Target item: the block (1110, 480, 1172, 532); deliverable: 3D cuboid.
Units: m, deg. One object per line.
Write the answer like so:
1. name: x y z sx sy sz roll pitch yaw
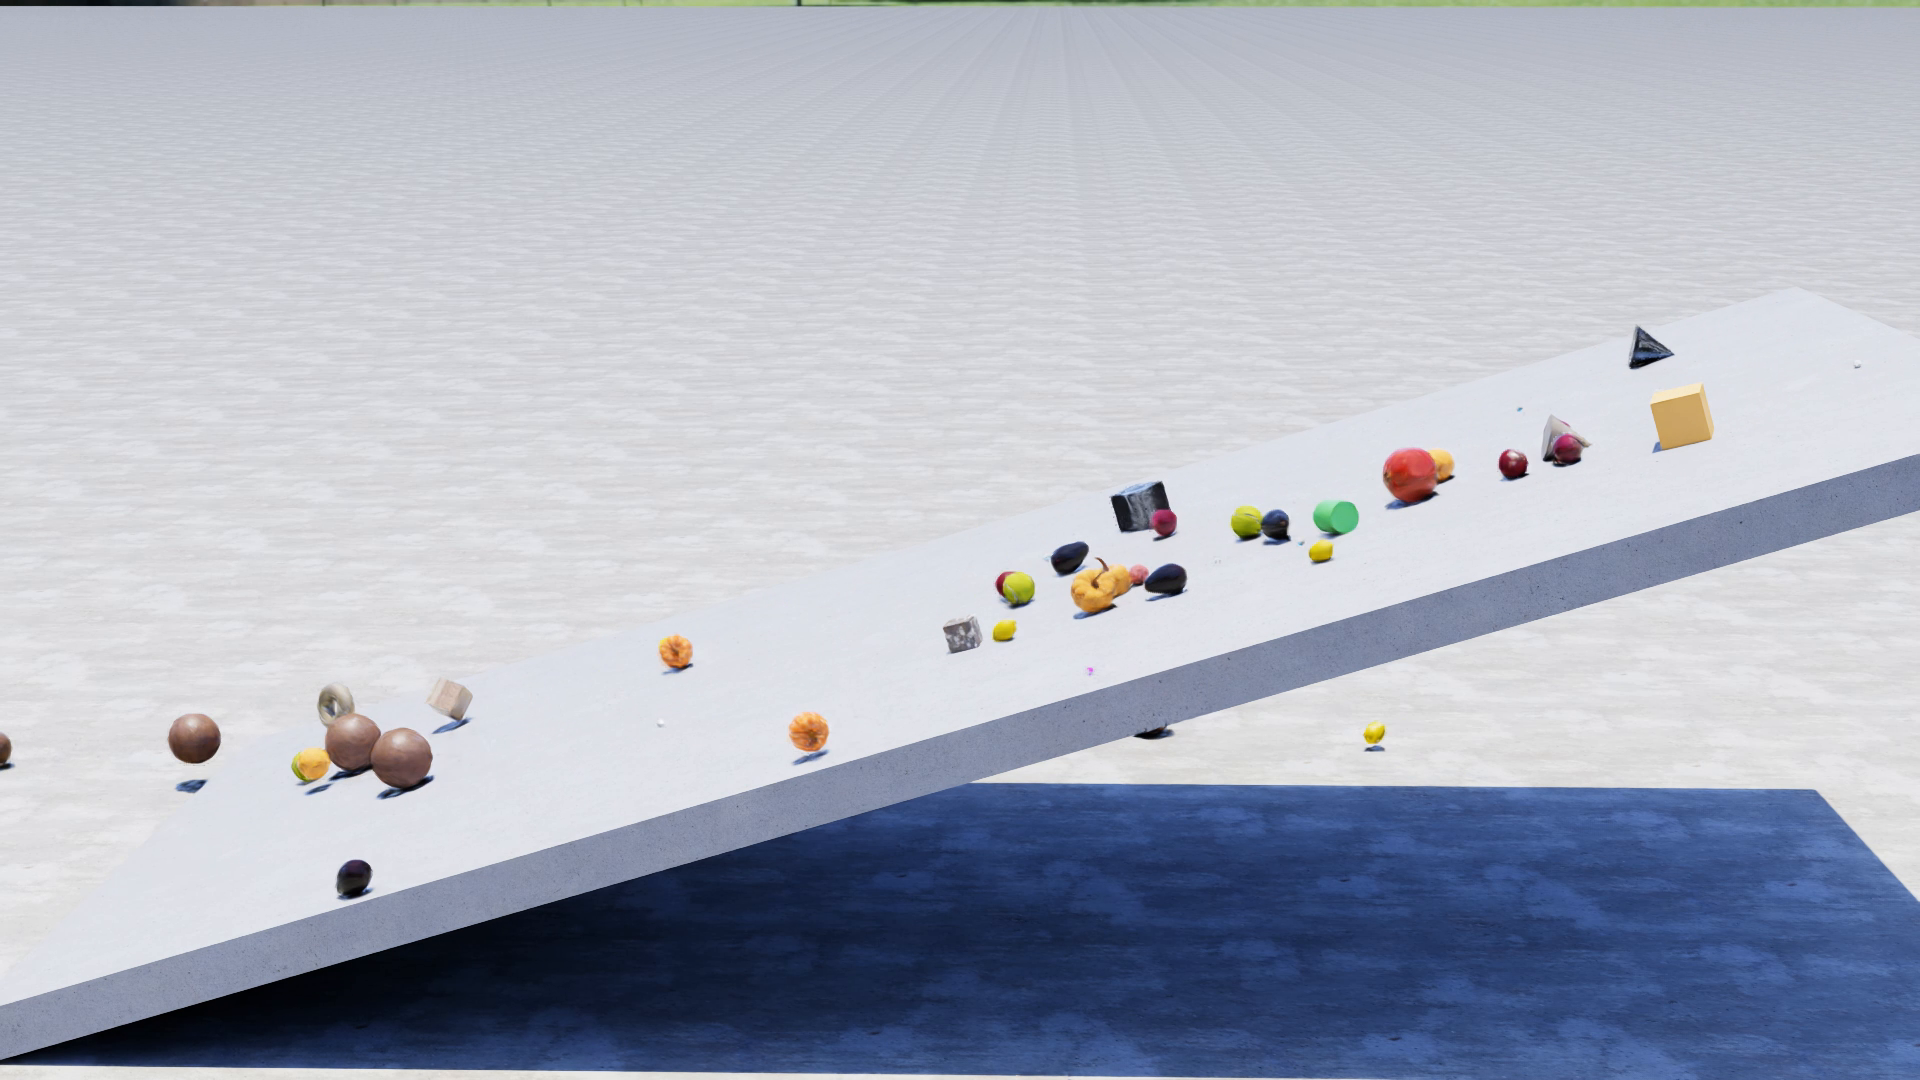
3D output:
1. block: 0.411 -0.075 6.657 0.087 0.087 0.087 -26 13 -41

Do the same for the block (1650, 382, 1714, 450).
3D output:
1. block: 1.432 -0.246 5.833 0.097 0.097 0.097 -13 11 21

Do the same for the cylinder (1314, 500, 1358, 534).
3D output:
1. cylinder: 0.764 -0.048 5.974 0.066 0.066 0.066 -5 4 -26

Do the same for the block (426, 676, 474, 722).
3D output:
1. block: -1.183 0.370 6.820 0.067 0.067 0.067 17 -20 21

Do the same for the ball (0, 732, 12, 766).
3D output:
1. ball: -2.489 0.536 7.564 0.097 0.097 0.097 0 11 0

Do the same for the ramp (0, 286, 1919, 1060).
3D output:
1. ramp: 0.094 0.185 6.316 4.000 0.100 2.000 -16 10 5

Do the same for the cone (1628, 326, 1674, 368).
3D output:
1. cone: 1.591 -0.434 6.740 0.098 0.098 0.098 12 13 7

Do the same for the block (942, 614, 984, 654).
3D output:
1. block: 0.006 0.191 5.981 0.058 0.058 0.058 -14 10 16
